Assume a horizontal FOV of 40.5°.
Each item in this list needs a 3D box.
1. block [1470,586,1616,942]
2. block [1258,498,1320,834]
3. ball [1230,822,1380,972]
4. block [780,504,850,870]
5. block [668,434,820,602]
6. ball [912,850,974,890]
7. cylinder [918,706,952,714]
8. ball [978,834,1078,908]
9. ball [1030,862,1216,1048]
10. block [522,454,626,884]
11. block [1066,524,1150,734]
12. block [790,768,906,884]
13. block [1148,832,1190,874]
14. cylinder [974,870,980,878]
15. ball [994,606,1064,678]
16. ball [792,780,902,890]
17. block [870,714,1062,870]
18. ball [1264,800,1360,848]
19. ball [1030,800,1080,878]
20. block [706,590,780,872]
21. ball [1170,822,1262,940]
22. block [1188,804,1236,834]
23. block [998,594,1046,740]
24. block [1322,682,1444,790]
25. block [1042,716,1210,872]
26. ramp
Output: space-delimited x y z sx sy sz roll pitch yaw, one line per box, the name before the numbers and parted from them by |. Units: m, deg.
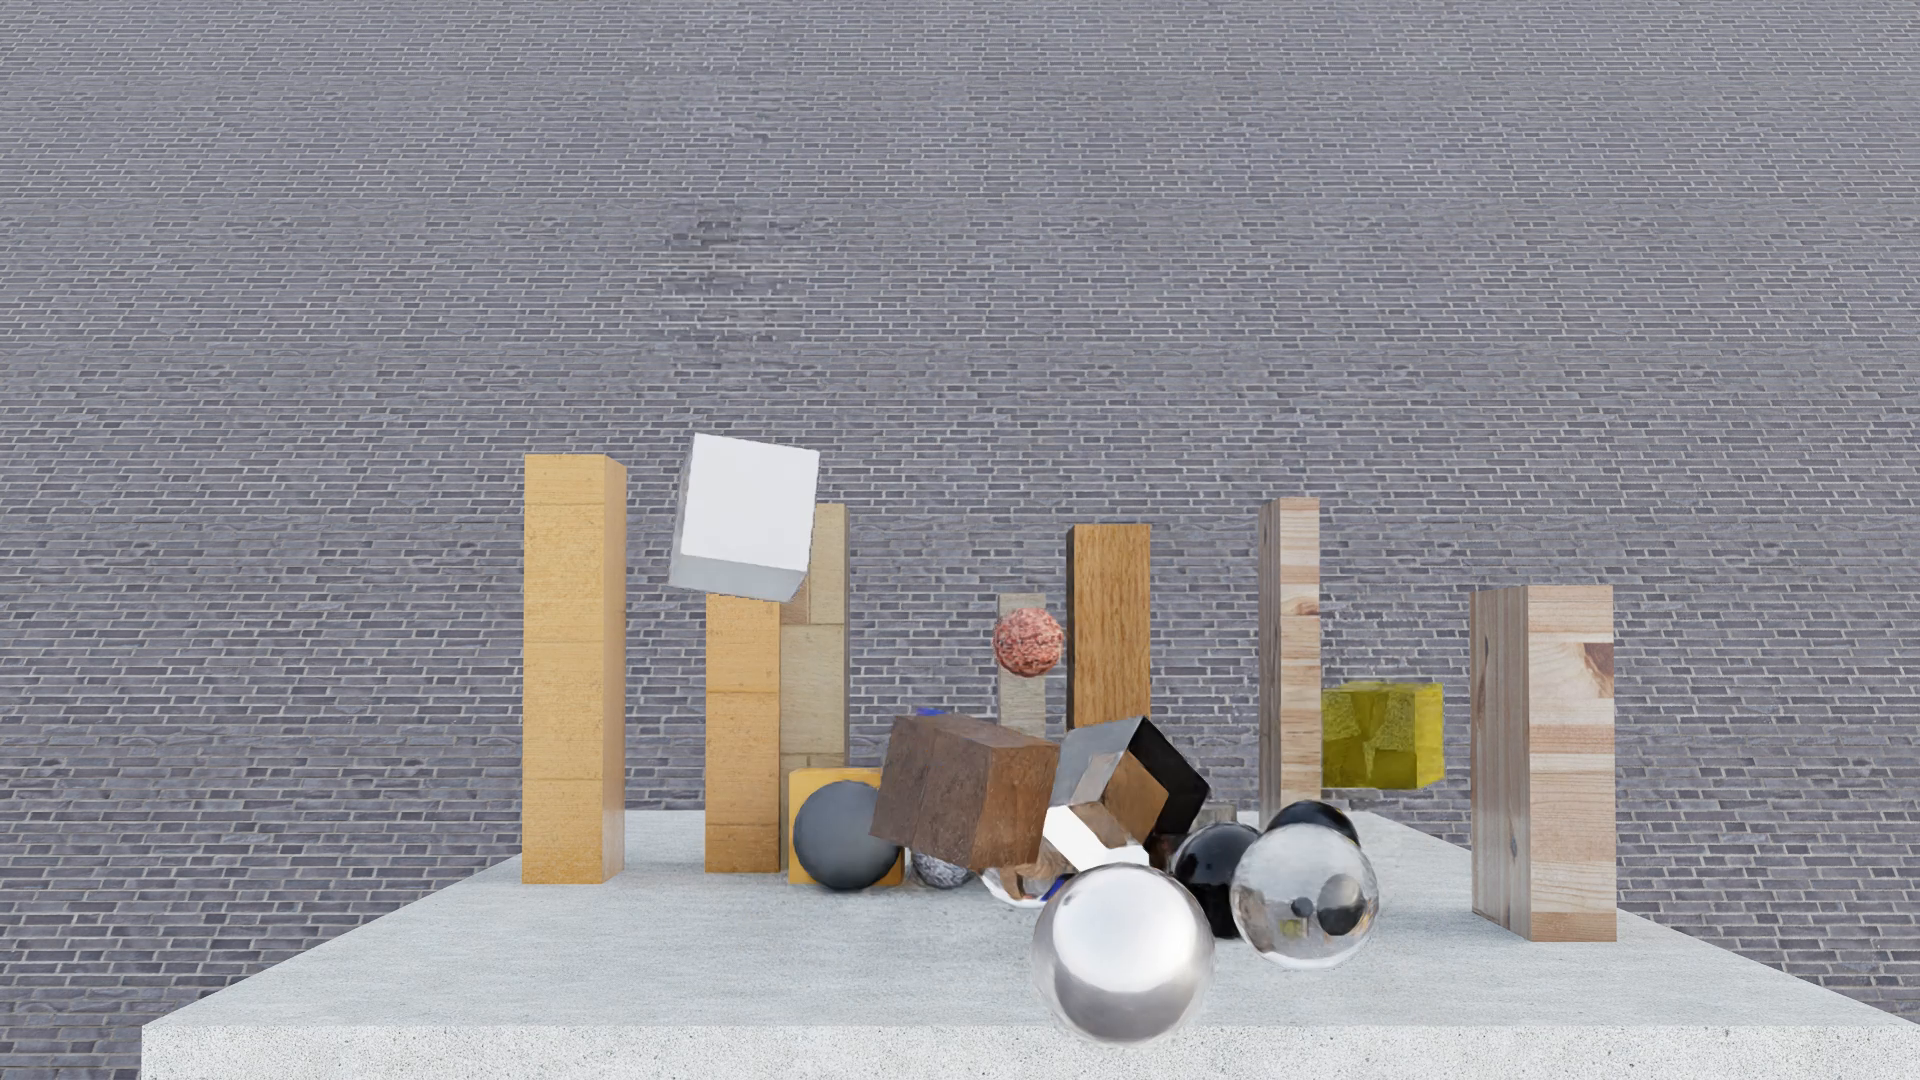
block | 0.891 0.334 4.004 0.124 0.517 0.440 0 -2 0
block | 0.731 0.293 5.788 0.084 0.754 0.415 0 -2 0
ball | 0.453 0.470 3.427 0.195 0.195 0.195 0 37 0
block | -0.288 0.289 5.162 0.128 0.709 0.259 0 -2 0
block | -0.264 -0.026 3.166 0.151 0.151 0.151 8 73 -10
ball | -0.026 0.559 4.615 0.122 0.122 0.122 0 37 0
cylinder | -0.018 0.386 4.563 0.153 0.153 0.153 12 82 16
ball | 0.114 0.516 4.276 0.178 0.178 0.178 0 37 0
ball | 0.180 0.458 2.872 0.204 0.204 0.204 0 37 0
block | -0.722 0.241 4.895 0.145 0.781 0.319 0 -2 0
block | 0.283 0.308 5.015 0.140 0.658 0.382 0 -2 0
block | -0.206 0.528 4.814 0.201 0.201 0.201 0 -2 2
block | 0.354 0.520 3.972 0.112 0.112 0.112 4 11 -9
cylinder | 0.089 0.541 4.569 0.108 0.108 0.108 -2 29 -46
ball | 0.127 0.189 4.827 0.130 0.130 0.130 0 37 0
ball | -0.198 0.522 4.594 0.194 0.194 0.194 0 37 0
block | 0.009 0.366 3.810 0.180 0.180 0.180 15 6 34
ball | 0.600 0.529 4.448 0.168 0.168 0.168 0 37 0
ball | 0.145 0.546 4.772 0.147 0.147 0.147 0 37 0
block | -0.417 0.259 5.115 0.139 0.764 0.276 0 -2 0
ball | 0.393 0.499 3.820 0.172 0.172 0.172 0 37 0
block | 0.397 0.538 4.504 0.154 0.154 0.154 0 -3 10
block | 0.143 0.408 6.127 0.104 0.554 0.443 0 -2 0
block | 0.733 0.337 4.503 0.165 0.165 0.165 0 2 27
block | 0.250 0.413 4.134 0.176 0.176 0.176 -16 34 48
ramp | 0.081 0.683 4.918 2.000 0.100 4.000 0 -2 0
